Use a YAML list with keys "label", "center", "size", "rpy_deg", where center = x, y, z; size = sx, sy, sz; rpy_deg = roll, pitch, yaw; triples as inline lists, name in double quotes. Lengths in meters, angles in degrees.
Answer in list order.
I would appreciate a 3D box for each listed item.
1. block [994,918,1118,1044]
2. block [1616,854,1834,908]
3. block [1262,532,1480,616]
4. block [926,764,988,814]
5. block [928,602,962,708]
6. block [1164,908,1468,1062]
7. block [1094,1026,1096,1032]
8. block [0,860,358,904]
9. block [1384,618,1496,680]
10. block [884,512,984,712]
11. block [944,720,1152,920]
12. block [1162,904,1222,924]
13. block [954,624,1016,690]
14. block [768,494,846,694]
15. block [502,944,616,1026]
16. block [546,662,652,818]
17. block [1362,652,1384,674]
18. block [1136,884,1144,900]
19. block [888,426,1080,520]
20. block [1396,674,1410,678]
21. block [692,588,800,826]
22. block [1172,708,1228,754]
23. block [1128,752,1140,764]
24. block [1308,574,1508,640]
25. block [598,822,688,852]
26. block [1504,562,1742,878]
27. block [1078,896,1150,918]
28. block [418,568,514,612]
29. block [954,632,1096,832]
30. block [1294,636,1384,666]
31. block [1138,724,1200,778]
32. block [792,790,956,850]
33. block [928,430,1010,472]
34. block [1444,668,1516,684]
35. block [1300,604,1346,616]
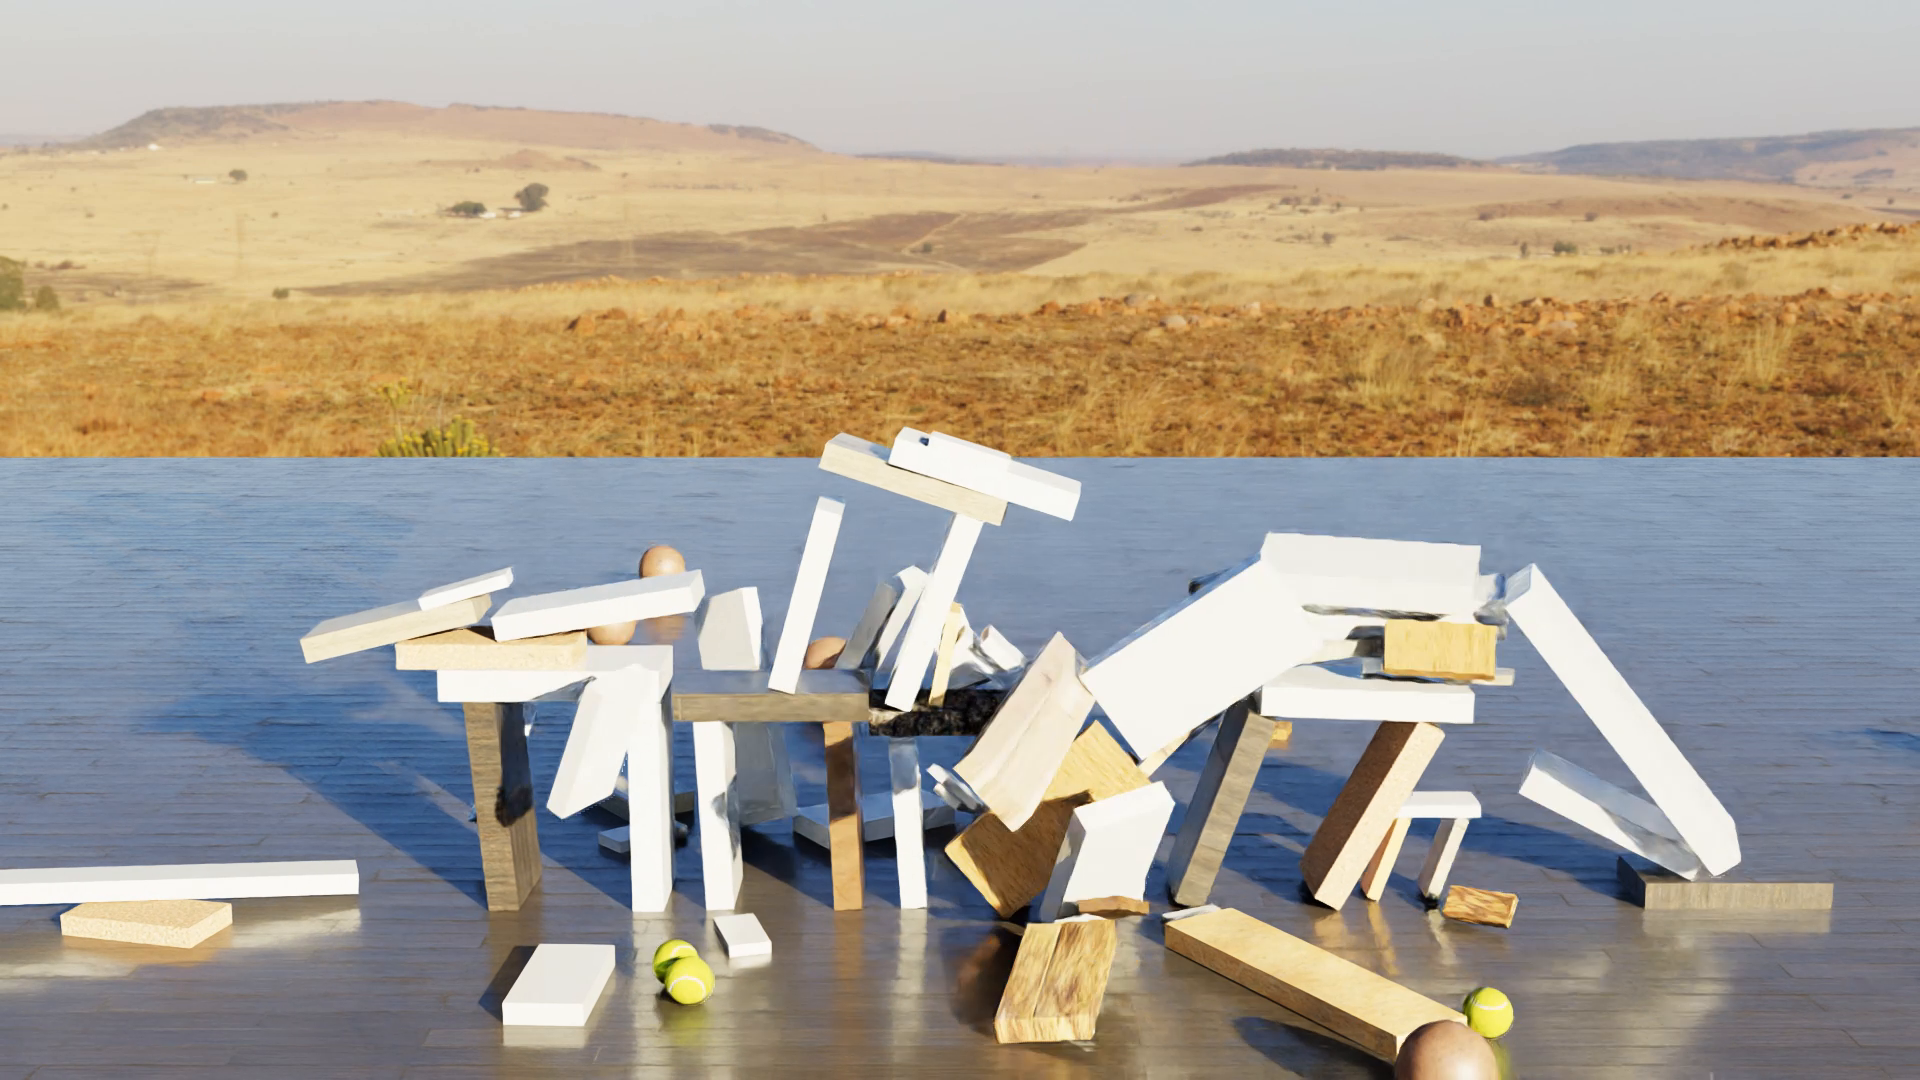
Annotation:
- label: "block"
  center: [0.141, 0.632, 3.164]
  size: [0.132, 0.037, 0.264]
  rpy_deg: [-6, 19, 15]
- label: "block"
  center: [1.273, 0.568, 3.669]
  size: [0.306, 0.043, 0.153]
  rpy_deg: [0, 11, 0]
- label: "block"
  center: [0.673, 0.054, 3.637]
  size: [0.354, 0.050, 0.177]
  rpy_deg: [4, 23, 16]
- label: "block"
  center: [-0.003, 0.457, 4.035]
  size: [0.118, 0.017, 0.059]
  rpy_deg: [39, 4, 25]
- label: "block"
  center: [-0.024, 0.186, 3.585]
  size: [0.022, 0.158, 0.079]
  rpy_deg: [11, 11, -1]
- label: "block"
  center: [0.514, 0.649, 3.249]
  size: [0.132, 0.037, 0.516]
  rpy_deg: [-7, 12, -32]
- label: "block"
  center: [0.157, 0.641, 3.218]
  size: [0.049, 0.014, 0.292]
  rpy_deg: [-10, 19, 0]
- label: "block"
  center: [-1.278, 0.559, 3.598]
  size: [0.562, 0.033, 0.115]
  rpy_deg: [1, 3, -18]
- label: "block"
  center: [0.773, 0.177, 3.543]
  size: [0.174, 0.087, 0.025]
  rpy_deg: [3, -26, 10]
- label: "block"
  center: [-0.042, 0.104, 3.571]
  size: [0.043, 0.331, 0.151]
  rpy_deg: [21, 10, -3]
- label: "block"
  center: [0.145, 0.449, 3.524]
  size: [0.322, 0.151, 0.043]
  rpy_deg: [-41, -1, 13]
- label: "block"
  center: [0.379, 0.608, 3.535]
  size: [0.098, 0.014, 0.049]
  rpy_deg: [-6, 12, -28]
- label: "block"
  center: [0.060, 0.204, 3.591]
  size: [0.158, 0.022, 0.079]
  rpy_deg: [40, 9, -6]
- label: "block"
  center: [-0.248, 0.085, 3.575]
  size: [0.043, 0.301, 0.151]
  rpy_deg: [15, 10, -3]
- label: "block"
  center: [-0.588, 0.653, 3.239]
  size: [0.115, 0.033, 0.230]
  rpy_deg: [0, 11, 2]
- label: "block"
  center: [-0.551, 0.307, 3.362]
  size: [0.033, 0.235, 0.117]
  rpy_deg: [32, 28, 20]
- label: "block"
  center: [0.754, 0.189, 3.621]
  size: [0.182, 0.026, 0.091]
  rpy_deg: [-6, 7, 10]
- label: "block"
  center: [0.249, 0.524, 3.600]
  size: [0.020, 0.148, 0.070]
  rpy_deg: [-33, 23, 23]
- label: "block"
  center: [0.042, -0.108, 3.529]
  size: [0.302, 0.043, 0.151]
  rpy_deg: [18, 10, 1]
- label: "block"
  center: [0.770, 0.209, 3.613]
  size: [0.108, 0.015, 0.054]
  rpy_deg: [-7, 7, 9]
- label: "block"
  center: [-0.391, 0.305, 3.994]
  size: [0.134, 0.419, 0.038]
  rpy_deg: [-16, -7, 38]
- label: "block"
  center: [0.420, 0.314, 3.805]
  size: [0.140, 0.020, 0.070]
  rpy_deg: [-40, -3, 10]
- label: "block"
  center: [0.225, 0.421, 3.731]
  size: [0.164, 0.023, 0.082]
  rpy_deg: [-36, -4, -14]
- label: "block"
  center: [0.721, 0.115, 3.684]
  size: [0.381, 0.043, 0.153]
  rpy_deg: [-6, 14, 16]
- label: "block"
  center: [-0.569, 0.528, 3.945]
  size: [0.142, 0.020, 0.071]
  rpy_deg: [-9, 14, -41]
- label: "block"
  center: [1.082, 0.289, 3.596]
  size: [0.050, 0.552, 0.177]
  rpy_deg: [-38, 2, 21]
- label: "block"
  center: [0.229, 0.547, 3.275]
  size: [0.065, 0.018, 0.130]
  rpy_deg: [-10, -16, 22]
- label: "block"
  center: [-0.796, 0.079, 3.547]
  size: [0.142, 0.020, 0.071]
  rpy_deg: [-16, 10, -2]
- label: "block"
  center: [0.118, 0.272, 3.319]
  size: [0.033, 0.117, 0.793]
  rpy_deg: [-43, 0, 15]
- label: "block"
  center: [0.616, 0.177, 3.653]
  size: [0.182, 0.026, 0.091]
  rpy_deg: [-8, 7, 0]
- label: "block"
  center: [0.322, 0.376, 3.690]
  size: [0.023, 0.337, 0.082]
  rpy_deg: [44, -1, 8]
- label: "block"
  center: [-0.157, 0.506, 4.018]
  size: [0.267, 0.038, 0.134]
  rpy_deg: [-7, 13, -33]
- label: "block"
  center: [0.015, -0.141, 3.487]
  size: [0.131, 0.018, 0.065]
  rpy_deg: [17, 10, -1]
- label: "block"
  center: [0.847, 0.222, 3.585]
  size: [0.108, 0.015, 0.054]
  rpy_deg: [0, 9, 21]
- label: "block"
  center: [0.551, 0.109, 3.683]
  size: [0.174, 0.025, 0.087]
  rpy_deg: [-10, 13, -2]
